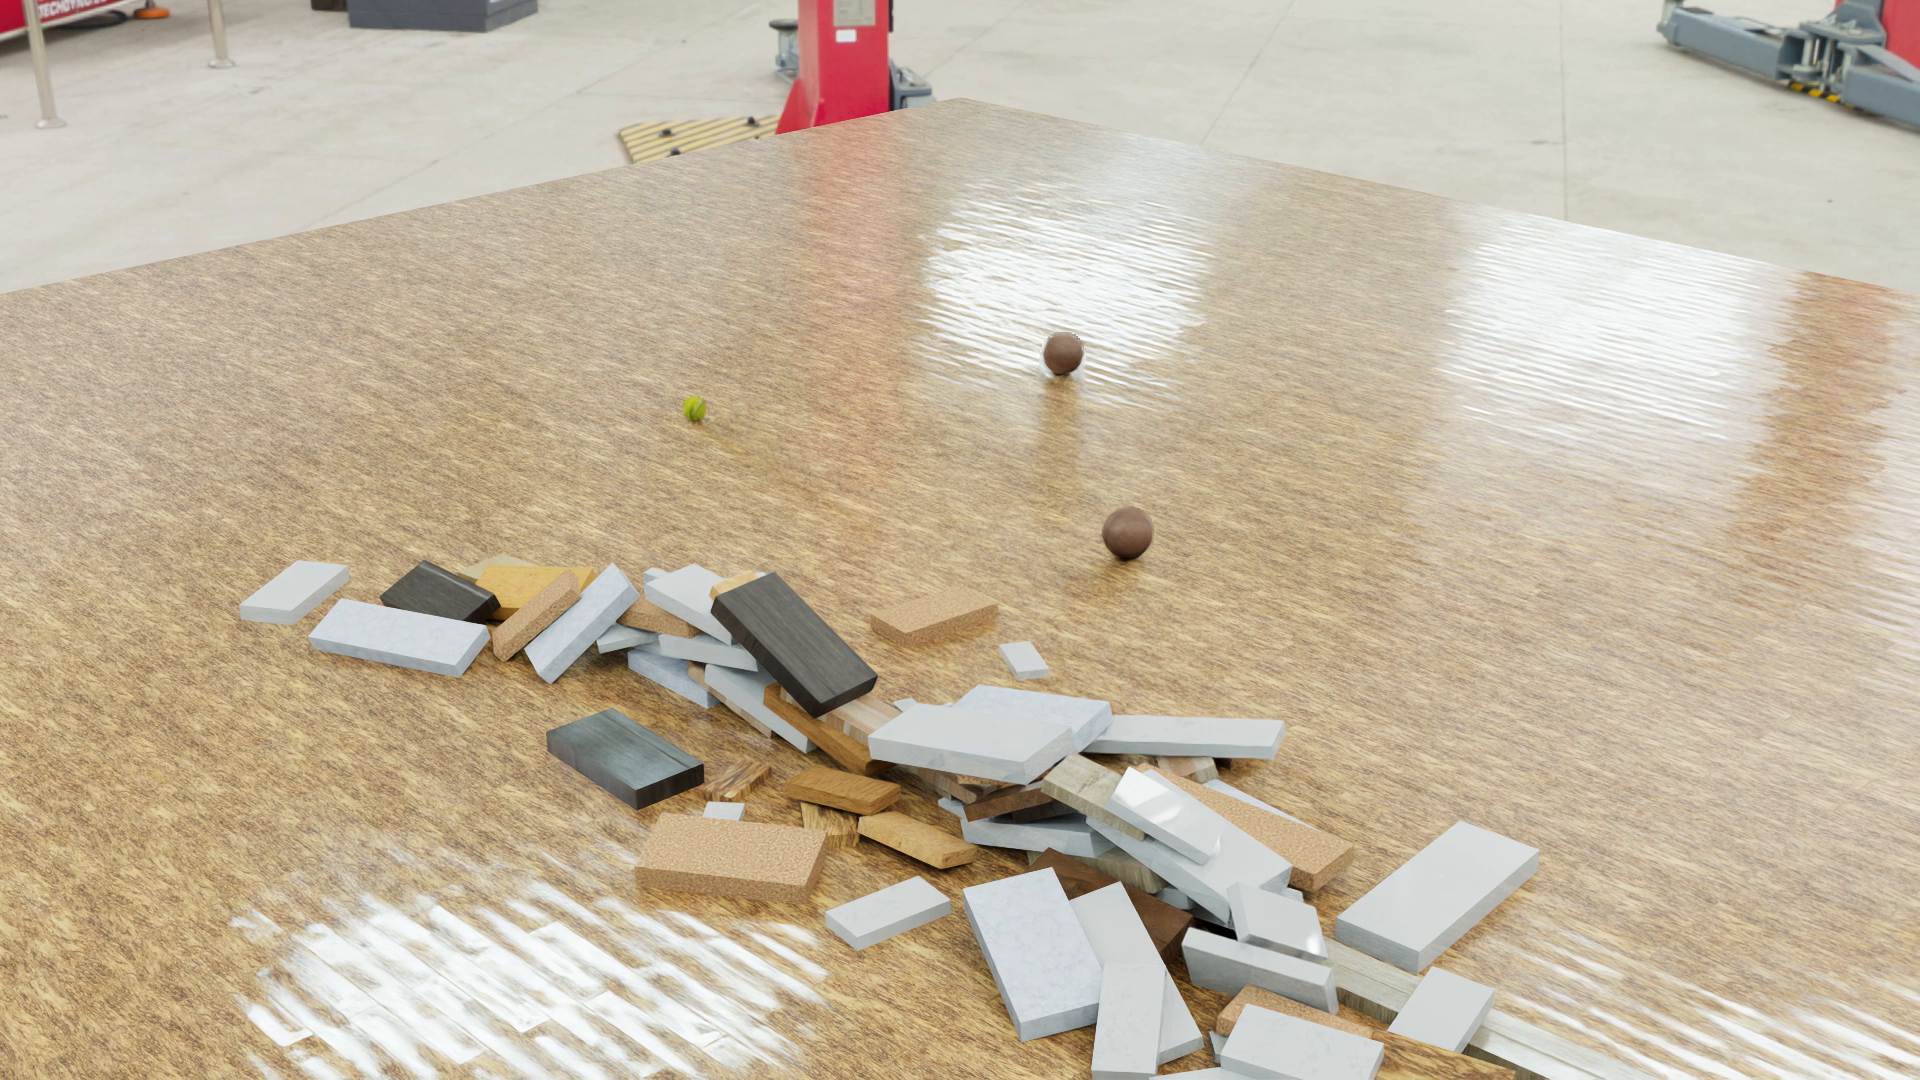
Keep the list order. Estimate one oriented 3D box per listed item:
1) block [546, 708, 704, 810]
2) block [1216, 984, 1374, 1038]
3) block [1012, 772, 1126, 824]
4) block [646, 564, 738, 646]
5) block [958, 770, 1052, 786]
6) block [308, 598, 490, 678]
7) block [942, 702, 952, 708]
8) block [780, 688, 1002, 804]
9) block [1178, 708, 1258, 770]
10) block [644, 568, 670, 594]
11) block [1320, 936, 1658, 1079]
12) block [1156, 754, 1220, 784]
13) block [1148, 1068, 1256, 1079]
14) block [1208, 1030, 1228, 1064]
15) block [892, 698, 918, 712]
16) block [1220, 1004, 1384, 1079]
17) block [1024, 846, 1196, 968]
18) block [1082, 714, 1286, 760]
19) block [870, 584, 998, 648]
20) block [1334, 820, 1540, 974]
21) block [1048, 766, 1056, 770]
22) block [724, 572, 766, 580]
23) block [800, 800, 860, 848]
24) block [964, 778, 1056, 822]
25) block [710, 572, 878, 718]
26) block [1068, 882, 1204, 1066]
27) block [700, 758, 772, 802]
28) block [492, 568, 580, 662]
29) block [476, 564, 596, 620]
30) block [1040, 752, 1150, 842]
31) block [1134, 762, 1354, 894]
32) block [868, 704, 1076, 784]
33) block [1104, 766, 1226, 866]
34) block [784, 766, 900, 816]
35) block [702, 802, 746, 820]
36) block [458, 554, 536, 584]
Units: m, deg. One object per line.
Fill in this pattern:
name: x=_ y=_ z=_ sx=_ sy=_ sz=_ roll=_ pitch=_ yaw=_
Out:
block: x=-0.706 y=0.457 z=4.623 sx=0.168 sy=0.048 sz=0.337 roll=-19 pitch=30 yaw=-38
block: x=0.568 y=0.831 z=3.714 sx=0.239 sy=0.034 sz=0.119 roll=16 pitch=26 yaw=27
block: x=0.211 y=0.492 z=4.188 sx=0.113 sy=0.032 sz=0.225 roll=-21 pitch=1 yaw=-41
block: x=-0.549 y=0.141 z=4.873 sx=0.285 sy=0.040 sz=0.143 roll=25 pitch=35 yaw=37
block: x=0.108 y=0.470 z=4.365 sx=0.203 sy=0.029 sz=0.102 roll=-1 pitch=-4 yaw=18
block: x=-1.307 y=0.227 z=5.125 sx=0.406 sy=0.039 sz=0.139 roll=9 pitch=42 yaw=20
block: x=-0.053 y=0.390 z=4.779 sx=0.096 sy=0.048 sz=0.014 roll=-20 pitch=30 yaw=-39
block: x=-0.141 y=0.403 z=4.573 sx=0.514 sy=0.032 sz=0.112 roll=27 pitch=35 yaw=27
block: x=0.544 y=0.426 z=4.718 sx=0.105 sy=0.030 sz=0.211 roll=-17 pitch=28 yaw=-35
block: x=-0.637 y=0.155 z=5.159 sx=0.238 sy=0.119 sz=0.034 roll=18 pitch=30 yaw=27
block: x=0.869 y=0.835 z=3.752 sx=0.673 sy=0.033 sz=0.116 roll=19 pitch=29 yaw=37
block: x=0.466 y=0.451 z=4.597 sx=0.109 sy=0.031 sz=0.218 roll=-20 pitch=22 yaw=4
block: x=0.435 y=0.907 z=3.581 sx=0.231 sy=0.033 sz=0.116 roll=-5 pitch=24 yaw=-12
block: x=0.491 y=0.855 z=3.721 sx=0.130 sy=0.018 sz=0.065 roll=-2 pitch=23 yaw=-4
block: x=-0.107 y=0.378 z=4.852 sx=0.048 sy=0.014 sz=0.096 roll=-11 pitch=26 yaw=-25
block: x=0.561 y=0.846 z=3.605 sx=0.239 sy=0.034 sz=0.119 roll=12 pitch=40 yaw=26
block: x=0.242 y=0.691 z=3.997 sx=0.343 sy=0.049 sz=0.171 roll=20 pitch=51 yaw=39
block: x=0.455 y=0.409 z=4.593 sx=0.432 sy=0.031 sz=0.109 roll=0 pitch=25 yaw=23
block: x=-0.061 y=0.182 z=5.282 sx=0.278 sy=0.039 sz=0.139 roll=-17 pitch=28 yaw=-35
block: x=0.901 y=0.665 z=4.132 sx=0.171 sy=0.049 sz=0.459 roll=19 pitch=29 yaw=37
block: x=0.282 y=0.530 z=4.459 sx=0.142 sy=0.040 sz=0.283 roll=-16 pitch=28 yaw=-33
block: x=-0.441 y=0.207 z=5.153 sx=0.168 sy=0.048 sz=0.458 roll=-9 pitch=29 yaw=-29
block: x=-0.265 y=0.553 z=4.420 sx=0.105 sy=0.030 sz=0.211 roll=-3 pitch=23 yaw=-7
block: x=0.121 y=0.491 z=4.223 sx=0.216 sy=0.031 sz=0.108 roll=-20 pitch=1 yaw=39
block: x=-0.352 y=0.220 z=4.661 sx=0.344 sy=0.049 sz=0.172 roll=43 pitch=43 yaw=23
block: x=0.301 y=0.752 z=3.827 sx=0.105 sy=0.030 sz=0.395 roll=-20 pitch=37 yaw=-7
block: x=-0.463 y=0.502 z=4.552 sx=0.075 sy=0.021 sz=0.150 roll=12 pitch=26 yaw=26
block: x=-0.988 y=0.175 z=5.127 sx=0.238 sy=0.034 sz=0.119 roll=-40 pitch=26 yaw=5
block: x=-1.037 y=0.128 z=5.301 sx=0.294 sy=0.042 sz=0.147 roll=1 pitch=42 yaw=21
block: x=0.270 y=0.471 z=4.040 sx=0.216 sy=0.031 sz=0.108 roll=25 pitch=35 yaw=24
block: x=0.517 y=0.556 z=4.295 sx=0.497 sy=0.040 sz=0.142 roll=19 pitch=29 yaw=37
block: x=0.020 y=0.405 z=4.403 sx=0.387 sy=0.049 sz=0.172 roll=5 pitch=23 yaw=37
block: x=0.372 y=0.498 z=3.971 sx=0.203 sy=0.029 sz=0.102 roll=30 pitch=38 yaw=7
block: x=-0.237 y=0.504 z=4.431 sx=0.211 sy=0.030 sz=0.105 roll=9 pitch=19 yaw=31
block: x=-0.480 y=0.570 z=4.389 sx=0.075 sy=0.021 sz=0.150 roll=2 pitch=23 yaw=4
block: x=-1.021 y=0.131 z=5.399 sx=0.466 sy=0.042 sz=0.147 roll=17 pitch=28 yaw=34
